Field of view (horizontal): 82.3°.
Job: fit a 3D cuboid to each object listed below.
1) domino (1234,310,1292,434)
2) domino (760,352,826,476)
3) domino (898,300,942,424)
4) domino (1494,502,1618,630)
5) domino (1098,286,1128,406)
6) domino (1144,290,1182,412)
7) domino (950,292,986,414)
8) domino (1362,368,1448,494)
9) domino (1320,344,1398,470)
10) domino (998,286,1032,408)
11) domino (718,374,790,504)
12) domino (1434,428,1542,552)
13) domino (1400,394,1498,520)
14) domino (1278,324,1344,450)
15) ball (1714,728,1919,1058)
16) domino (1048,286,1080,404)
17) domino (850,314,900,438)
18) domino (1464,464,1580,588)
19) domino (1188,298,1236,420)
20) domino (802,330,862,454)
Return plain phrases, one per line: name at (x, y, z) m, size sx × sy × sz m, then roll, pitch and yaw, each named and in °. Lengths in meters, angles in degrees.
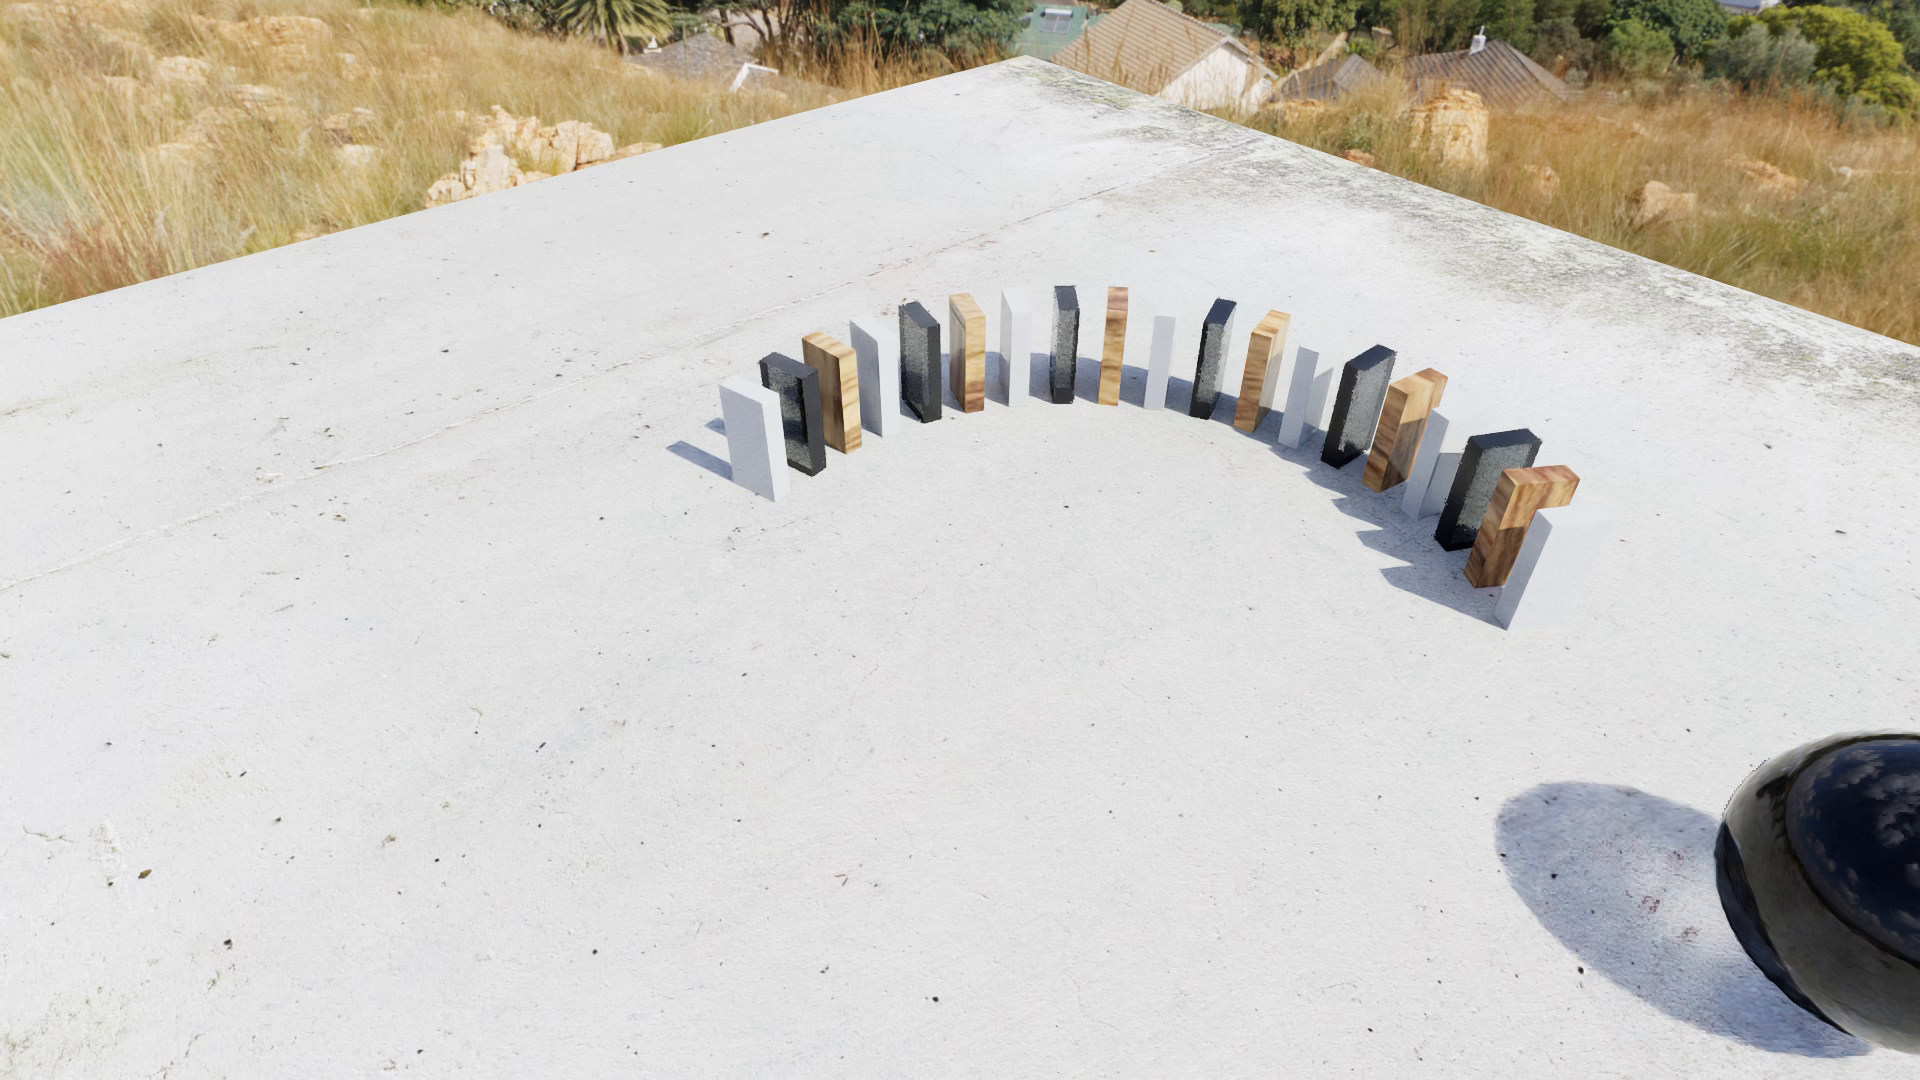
domino at (0.139, -0.077, 0.506) m, size 0.009 × 0.050 × 0.025 m, roll 22°, pitch 44°, yaw 24°
domino at (-0.072, -0.054, 0.478) m, size 0.025 × 0.050 × 0.009 m, roll 26°, pitch 46°, yaw 28°
domino at (-0.018, -0.082, 0.512) m, size 0.009 × 0.050 × 0.025 m, roll -17°, pitch 42°, yaw -20°
domino at (0.215, 0.010, 0.399) m, size 0.025 × 0.050 × 0.009 m, roll -6°, pitch 40°, yaw -8°
domino at (0.073, -0.092, 0.524) m, size 0.009 × 0.050 × 0.025 m, roll 5°, pitch 40°, yaw 6°
domino at (0.096, -0.089, 0.520) m, size 0.009 × 0.050 × 0.025 m, roll 10°, pitch 40°, yaw 12°
domino at (0.003, -0.088, 0.519) m, size 0.010 × 0.050 × 0.025 m, roll -12°, pitch 41°, yaw -14°
domino at (0.189, -0.046, 0.468) m, size 0.025 × 0.050 × 0.009 m, roll -22°, pitch 44°, yaw -25°
domino at (0.175, -0.058, 0.482) m, size 0.025 × 0.050 × 0.009 m, roll -29°, pitch 47°, yaw -31°
domino at (0.026, -0.091, 0.523) m, size 0.009 × 0.050 × 0.025 m, roll -6°, pitch 40°, yaw -7°
domino at (-0.086, -0.042, 0.463) m, size 0.025 × 0.050 × 0.010 m, roll 25°, pitch 46°, yaw 27°
domino at (0.208, -0.019, 0.435) m, size 0.025 × 0.050 × 0.009 m, roll -8°, pitch 40°, yaw -10°
domino at (0.200, -0.033, 0.452) m, size 0.025 × 0.050 × 0.009 m, roll -16°, pitch 42°, yaw -19°
domino at (0.158, -0.068, 0.495) m, size 0.010 × 0.050 × 0.025 m, roll 28°, pitch 47°, yaw 30°
ball at (0.240, 0.089, 0.280) m, size 0.080 × 0.080 × 0.080 m, roll 0°, pitch 39°, yaw 0°
domino at (0.050, -0.093, 0.525) m, size 0.009 × 0.050 × 0.025 m, roll -1°, pitch 39°, yaw -1°
domino at (-0.039, -0.075, 0.503) m, size 0.010 × 0.050 × 0.025 m, roll -23°, pitch 45°, yaw -26°
domino at (0.212, -0.005, 0.417) m, size 0.025 × 0.050 × 0.009 m, roll -5°, pitch 40°, yaw -6°
domino at (0.118, -0.084, 0.514) m, size 0.009 × 0.050 × 0.025 m, roll 15°, pitch 42°, yaw 18°
domino at (-0.057, -0.066, 0.491) m, size 0.025 × 0.050 × 0.010 m, roll 32°, pitch 49°, yaw 33°
